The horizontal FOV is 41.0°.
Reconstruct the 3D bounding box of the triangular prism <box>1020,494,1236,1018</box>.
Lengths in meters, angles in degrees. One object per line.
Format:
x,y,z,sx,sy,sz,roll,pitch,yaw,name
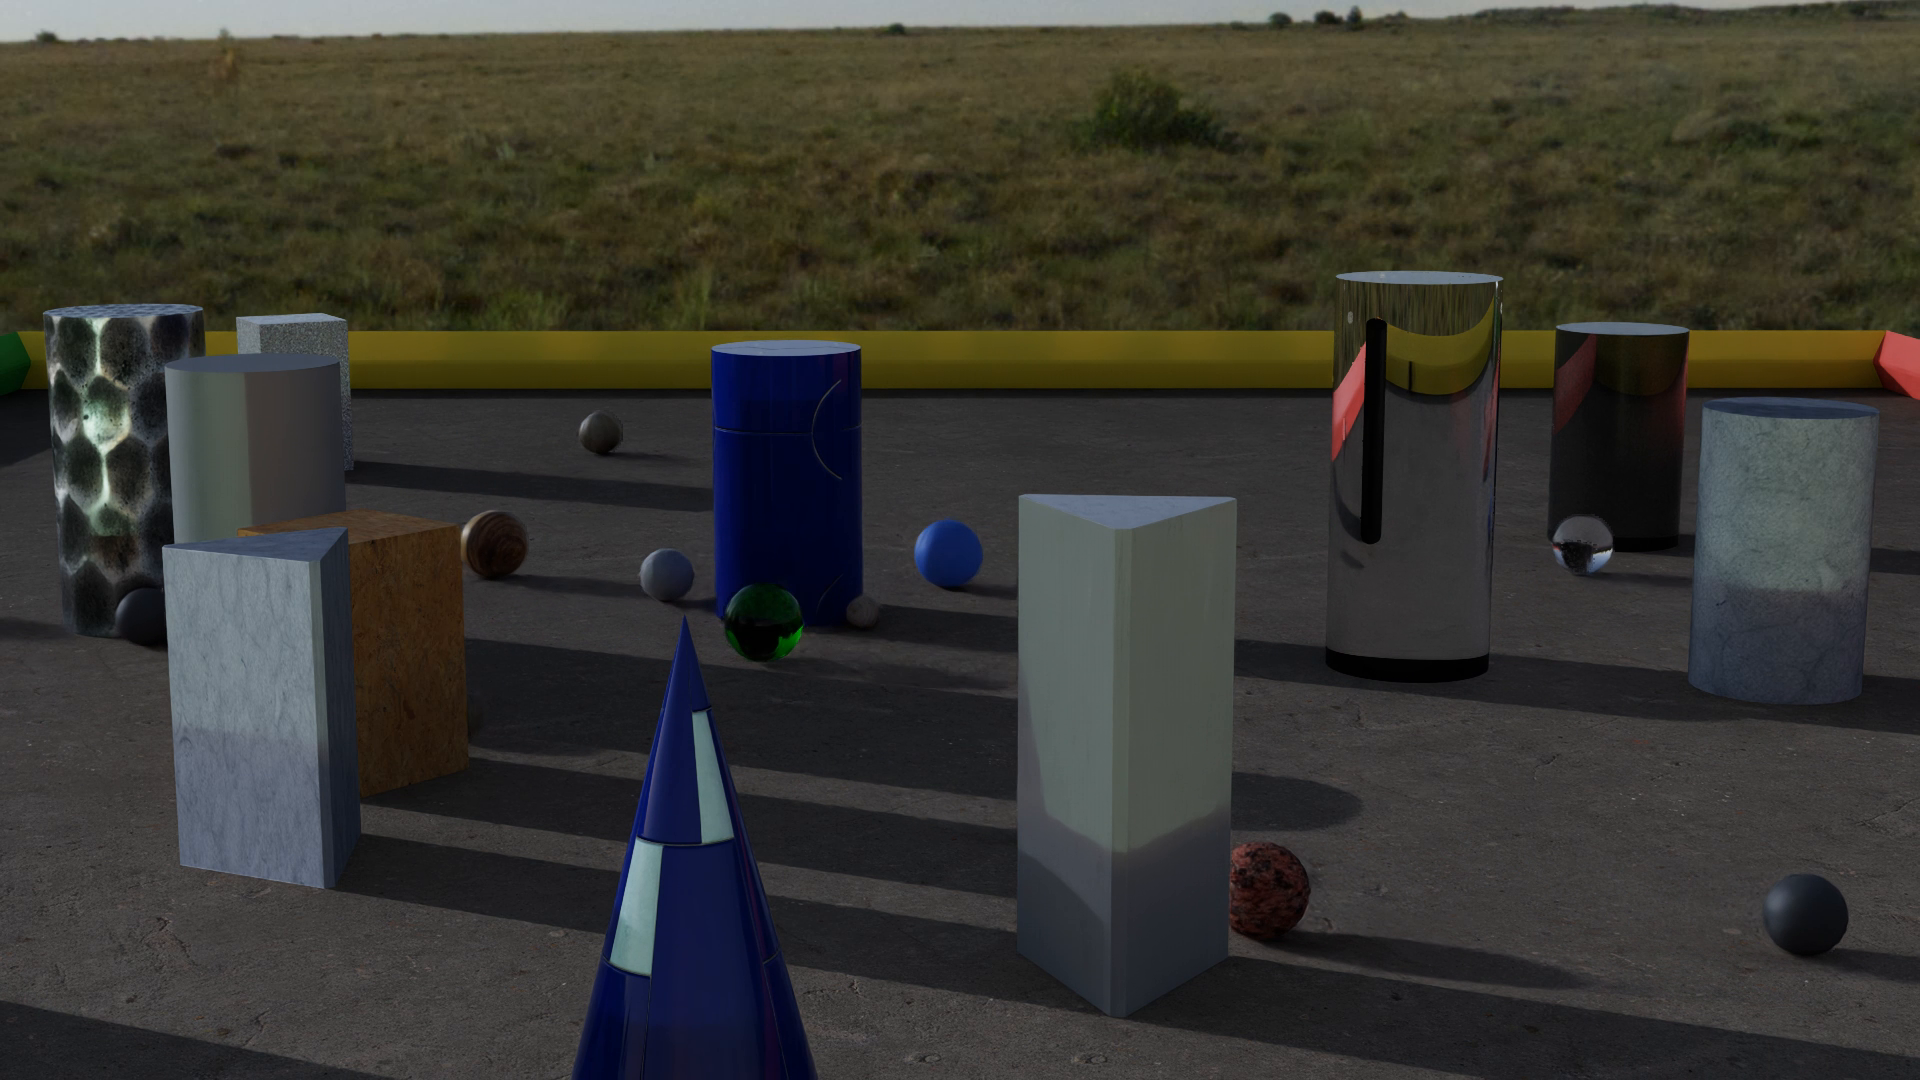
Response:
0.110,0.160,2.064,0.149,0.385,0.172,7,13,34,triangular prism

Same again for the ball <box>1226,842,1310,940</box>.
0.254,0.296,2.166,0.082,0.082,0.082,0,10,0,ball

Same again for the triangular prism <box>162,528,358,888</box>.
-0.611,0.147,2.376,0.172,0.298,0.149,5,12,25,triangular prism

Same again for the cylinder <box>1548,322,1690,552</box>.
1.014,-0.162,3.958,0.199,0.330,0.199,0,10,0,cylinder

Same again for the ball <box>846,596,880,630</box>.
-0.127,0.095,3.351,0.044,0.044,0.044,0,10,0,ball

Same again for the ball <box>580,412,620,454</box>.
-0.684,-0.203,4.870,0.079,0.079,0.079,0,10,0,ball

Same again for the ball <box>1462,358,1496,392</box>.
1.173,-0.372,5.790,0.075,0.075,0.075,0,10,0,ball

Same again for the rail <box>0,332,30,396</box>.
-2.107,0.035,3.437,0.045,0.129,4.892,0,10,0,rail

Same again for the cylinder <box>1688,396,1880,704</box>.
0.970,0.009,3.029,0.199,0.332,0.199,0,10,0,cylinder

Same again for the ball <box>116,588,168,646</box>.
-1.033,0.097,3.260,0.074,0.074,0.074,0,10,0,ball

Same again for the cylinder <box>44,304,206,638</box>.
-1.084,-0.095,3.366,0.199,0.413,0.199,0,10,0,cylinder

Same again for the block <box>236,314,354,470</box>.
-1.214,-0.268,4.684,0.159,0.273,0.159,-6,12,-29,block

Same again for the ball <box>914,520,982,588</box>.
-0.017,0.019,3.622,0.096,0.096,0.096,0,10,0,ball

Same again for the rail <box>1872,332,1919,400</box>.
2.107,0.031,3.461,0.045,0.129,4.892,0,10,0,rail

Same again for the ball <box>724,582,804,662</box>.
-0.242,0.101,3.168,0.099,0.099,0.099,0,10,0,ball

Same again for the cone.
-0.175,0.235,1.664,0.199,0.384,0.199,0,10,0,cone

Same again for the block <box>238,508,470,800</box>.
-0.627,0.114,2.657,0.159,0.260,0.159,8,13,38,block

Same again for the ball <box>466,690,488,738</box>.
-0.543,0.191,2.806,0.054,0.054,0.054,0,10,0,ball

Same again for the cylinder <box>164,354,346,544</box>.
-0.830,-0.020,3.045,0.199,0.383,0.199,0,10,0,cylinder

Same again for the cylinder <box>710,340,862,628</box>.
-0.230,-0.079,3.429,0.199,0.358,0.199,0,10,0,cylinder

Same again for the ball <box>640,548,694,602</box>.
-0.403,0.048,3.523,0.074,0.074,0.074,0,10,0,ball

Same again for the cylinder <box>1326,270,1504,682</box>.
0.550,-0.081,3.119,0.199,0.476,0.199,0,10,0,cylinder

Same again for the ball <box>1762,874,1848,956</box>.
0.700,0.310,2.125,0.068,0.068,0.068,0,10,0,ball

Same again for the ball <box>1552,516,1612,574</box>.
0.901,0.007,3.714,0.086,0.086,0.086,0,10,0,ball

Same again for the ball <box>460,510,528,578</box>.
-0.671,0.006,3.687,0.097,0.097,0.097,0,10,0,ball

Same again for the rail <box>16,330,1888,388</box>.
-0.014,-0.407,5.831,4.262,0.129,0.045,0,10,0,rail
